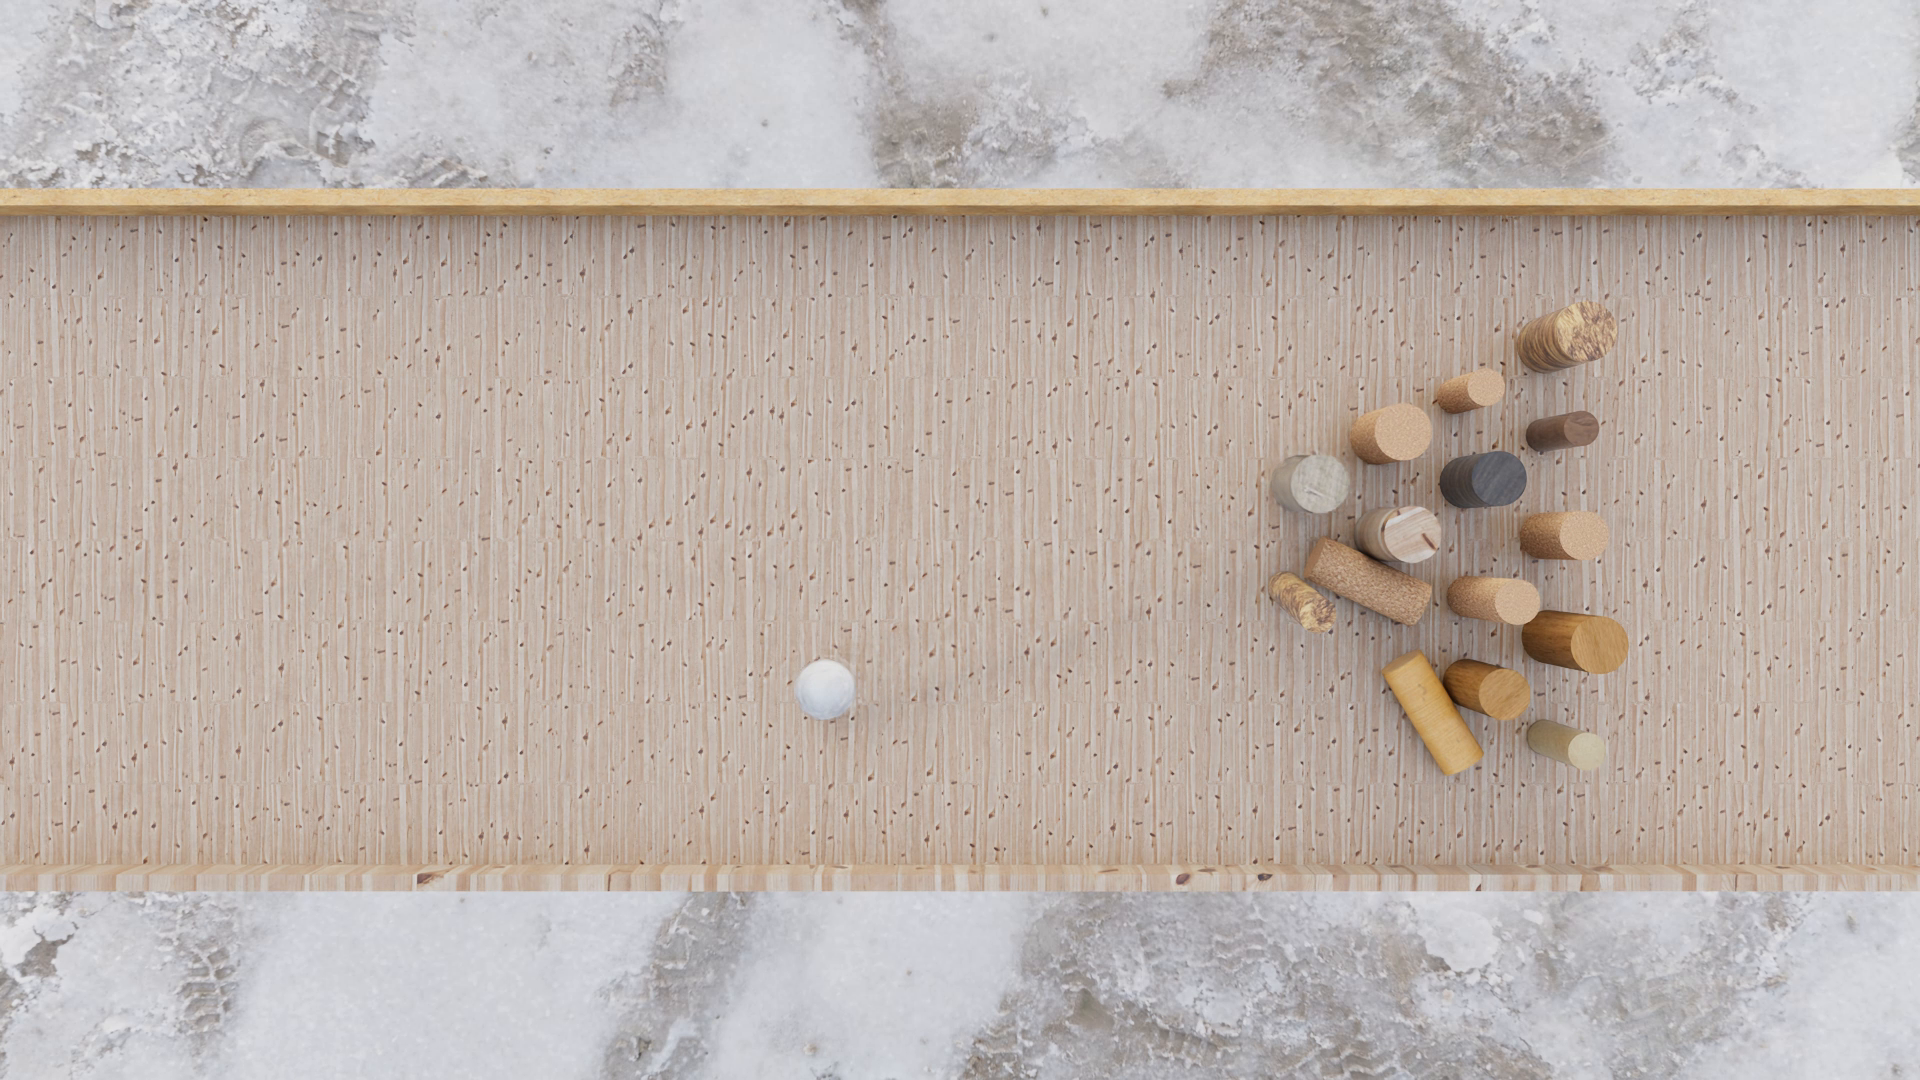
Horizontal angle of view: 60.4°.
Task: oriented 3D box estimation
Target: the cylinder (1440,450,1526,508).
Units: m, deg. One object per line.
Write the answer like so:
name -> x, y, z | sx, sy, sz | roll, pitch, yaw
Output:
cylinder -> 1.556, -0.177, 4.917 | 0.160, 0.318, 0.160 | 0, 90, 0

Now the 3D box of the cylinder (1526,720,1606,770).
cylinder -> 1.798, 0.607, 4.903 | 0.109, 0.347, 0.109 | 0, 90, 0

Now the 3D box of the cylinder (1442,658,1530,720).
cylinder -> 1.555, 0.439, 4.885 | 0.148, 0.380, 0.148 | 0, 90, 1

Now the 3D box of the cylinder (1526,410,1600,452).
cylinder -> 1.792, -0.322, 4.917 | 0.103, 0.320, 0.103 | 0, 90, 0

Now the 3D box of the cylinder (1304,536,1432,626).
cylinder -> 1.236, 0.125, 5.006 | 0.353, 0.142, 0.142 | 25, 90, 0

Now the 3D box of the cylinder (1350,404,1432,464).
cylinder -> 1.283, -0.314, 4.924 | 0.166, 0.305, 0.166 | 0, 90, 0

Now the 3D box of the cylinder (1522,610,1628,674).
cylinder -> 1.810, 0.298, 4.872 | 0.165, 0.410, 0.165 | 0, 90, 0

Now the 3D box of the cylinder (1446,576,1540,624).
cylinder -> 1.562, 0.174, 4.847 | 0.127, 0.458, 0.127 | 0, 90, 0

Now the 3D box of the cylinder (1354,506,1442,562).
cylinder -> 1.293, -0.016, 4.893 | 0.164, 0.367, 0.164 | 0, 90, 0

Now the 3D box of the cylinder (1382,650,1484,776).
cylinder -> 1.434, 0.523, 5.008 | 0.137, 0.137, 0.363 | -32, 90, 0

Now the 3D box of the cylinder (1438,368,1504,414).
cylinder -> 1.522, -0.442, 4.924 | 0.108, 0.306, 0.108 | 0, 90, 0

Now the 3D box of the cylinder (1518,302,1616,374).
cylinder -> 1.801, -0.600, 4.908 | 0.175, 0.337, 0.175 | 0, 90, 0

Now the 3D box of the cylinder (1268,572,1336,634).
cylinder -> 1.000, 0.179, 4.844 | 0.103, 0.456, 0.103 | 0, 98, -1

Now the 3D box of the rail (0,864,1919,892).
rail -> -2.247, 1.025, 5.001 | 12.000, 0.150, 0.050 | 0, 90, 0

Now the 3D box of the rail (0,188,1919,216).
rail -> -2.247, -1.025, 5.002 | 12.000, 0.150, 0.050 | 0, 90, 0

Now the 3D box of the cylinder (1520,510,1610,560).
cylinder -> 1.794, -0.013, 4.908 | 0.142, 0.337, 0.142 | 0, 90, 0

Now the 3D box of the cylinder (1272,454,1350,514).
cylinder -> 1.042, -0.169, 4.921 | 0.171, 0.305, 0.171 | 0, 92, 0

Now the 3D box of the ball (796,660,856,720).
ball -> -0.405, 0.451, 4.987 | 0.180, 0.180, 0.180 | 0, 90, 0
